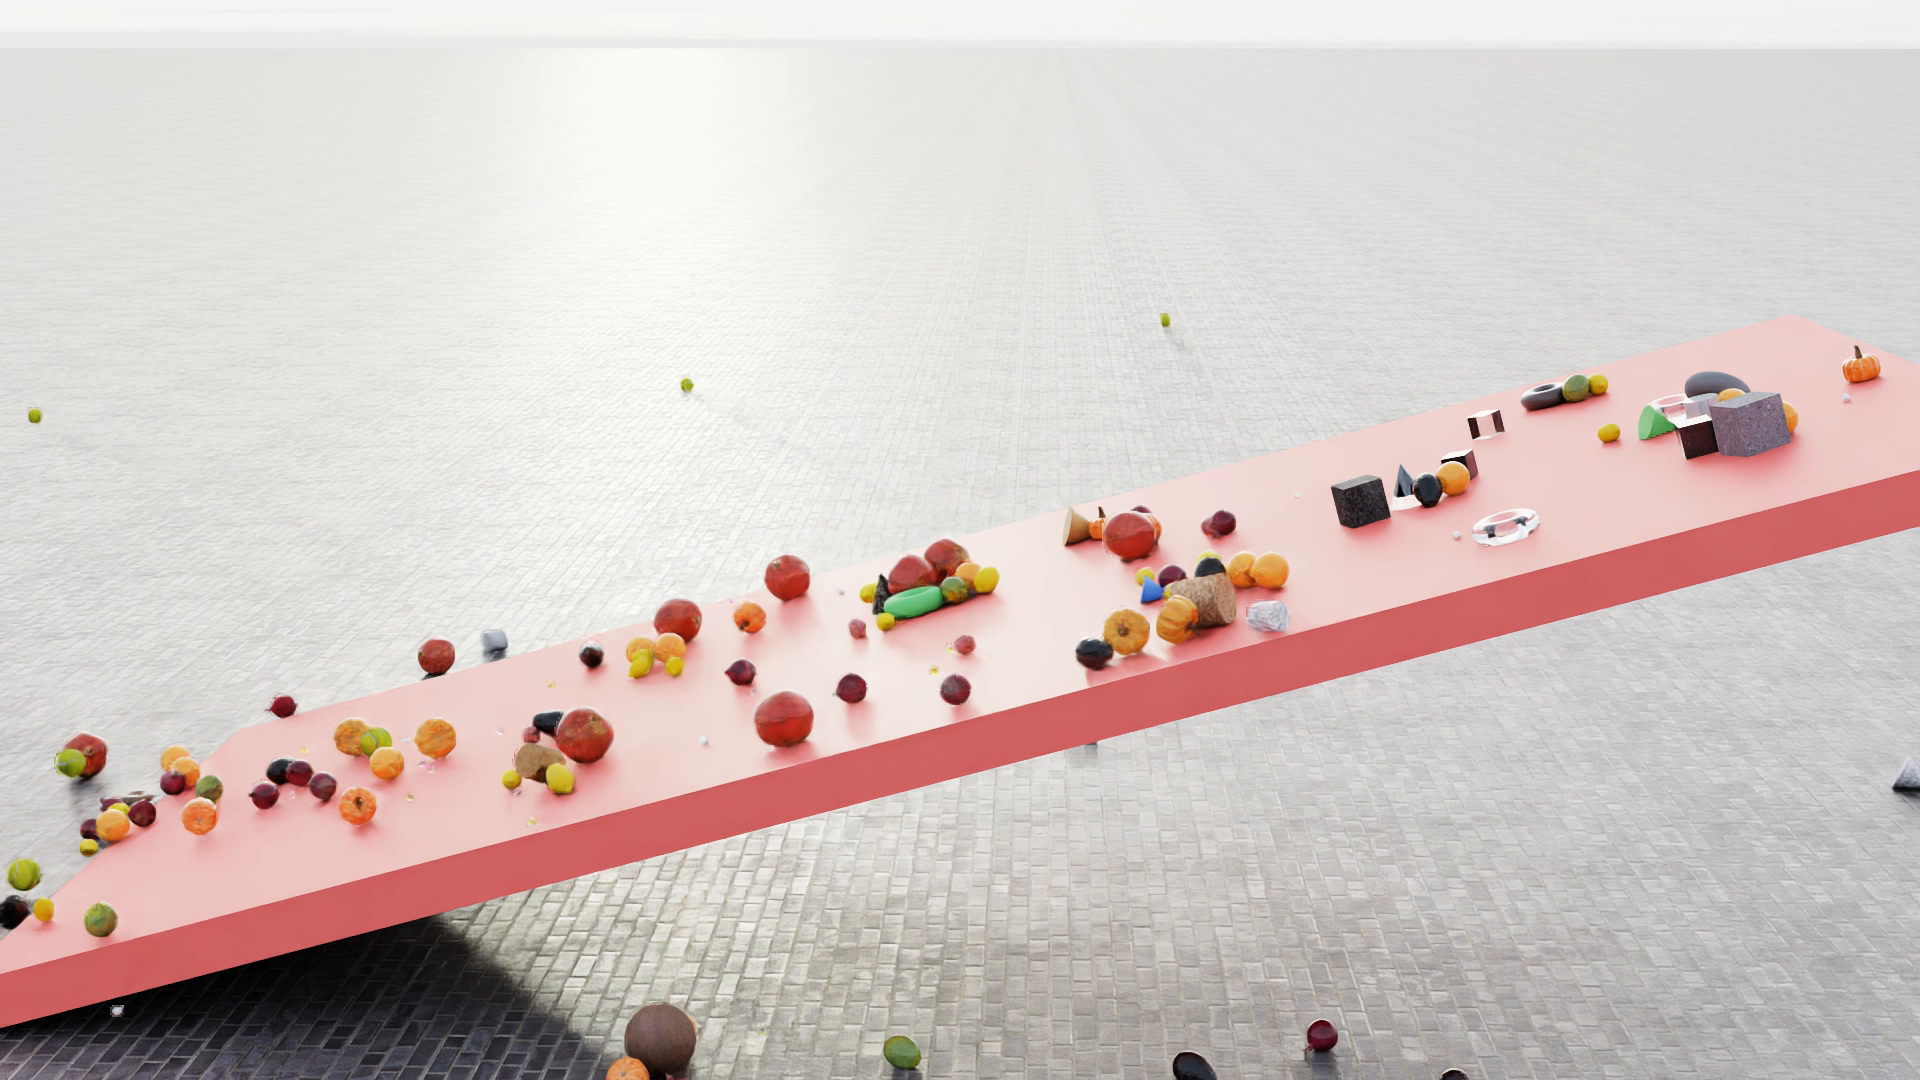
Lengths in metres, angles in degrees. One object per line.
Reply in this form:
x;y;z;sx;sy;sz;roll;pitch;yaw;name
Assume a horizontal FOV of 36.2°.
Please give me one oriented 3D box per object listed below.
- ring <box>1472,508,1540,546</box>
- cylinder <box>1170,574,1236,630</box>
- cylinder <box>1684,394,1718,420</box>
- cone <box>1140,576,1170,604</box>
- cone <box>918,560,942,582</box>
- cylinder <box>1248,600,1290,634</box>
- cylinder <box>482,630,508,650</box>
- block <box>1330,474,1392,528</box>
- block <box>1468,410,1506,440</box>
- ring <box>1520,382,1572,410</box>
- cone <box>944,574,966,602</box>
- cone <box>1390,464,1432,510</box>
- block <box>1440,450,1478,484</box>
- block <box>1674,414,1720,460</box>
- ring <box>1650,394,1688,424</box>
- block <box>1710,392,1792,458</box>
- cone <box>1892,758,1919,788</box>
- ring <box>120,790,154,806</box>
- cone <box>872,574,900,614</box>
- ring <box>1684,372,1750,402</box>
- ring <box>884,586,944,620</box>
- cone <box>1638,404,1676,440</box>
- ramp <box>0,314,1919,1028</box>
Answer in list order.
1.035;-0.024;5.575;0.132;0.044;0.132;-16;9;3;ring
0.457;0.117;5.539;0.095;0.095;0.095;-11;4;28;cylinder
1.529;-0.258;6.046;0.070;0.070;0.070;-15;9;3;cylinder
0.396;0.105;5.917;0.060;0.060;0.060;12;11;1;cone
-0.066;0.079;6.838;0.054;0.054;0.054;12;11;5;cone
0.563;0.139;5.357;0.054;0.054;0.054;-8;13;-36;cylinder
-1.397;0.302;8.838;0.057;0.057;0.057;-7;12;-32;cylinder
0.832;-0.080;6.106;0.085;0.085;0.085;-17;9;-9;block
1.193;-0.261;6.669;0.053;0.053;0.053;-23;12;-36;block
1.367;-0.336;6.859;0.122;0.041;0.122;-16;10;3;ring
-0.022;0.103;6.532;0.054;0.054;0.054;-15;9;3;cone
0.932;-0.118;6.152;0.089;0.089;0.089;-15;9;3;cone
1.063;-0.156;6.260;0.056;0.056;0.056;-10;11;30;block
1.465;-0.205;5.852;0.066;0.066;0.066;-14;9;8;block
1.516;-0.275;6.248;0.137;0.046;0.137;-15;11;3;ring
1.543;-0.226;5.746;0.100;0.100;0.100;-18;10;-14;block
2.361;0.594;7.260;0.087;0.087;0.087;33;20;14;cone
-1.994;0.626;7.121;0.080;0.027;0.080;-2;11;0;ring
-0.169;0.113;6.622;0.086;0.086;0.086;-15;9;3;cone
1.583;-0.309;6.145;0.139;0.046;0.139;17;-18;6;ring
-0.102;0.138;6.482;0.140;0.047;0.140;-15;8;2;ring
1.468;-0.239;6.145;0.077;0.077;0.077;10;8;-10;cone
0.083;0.190;6.327;4.000;0.100;2.000;-15;9;4;ramp
